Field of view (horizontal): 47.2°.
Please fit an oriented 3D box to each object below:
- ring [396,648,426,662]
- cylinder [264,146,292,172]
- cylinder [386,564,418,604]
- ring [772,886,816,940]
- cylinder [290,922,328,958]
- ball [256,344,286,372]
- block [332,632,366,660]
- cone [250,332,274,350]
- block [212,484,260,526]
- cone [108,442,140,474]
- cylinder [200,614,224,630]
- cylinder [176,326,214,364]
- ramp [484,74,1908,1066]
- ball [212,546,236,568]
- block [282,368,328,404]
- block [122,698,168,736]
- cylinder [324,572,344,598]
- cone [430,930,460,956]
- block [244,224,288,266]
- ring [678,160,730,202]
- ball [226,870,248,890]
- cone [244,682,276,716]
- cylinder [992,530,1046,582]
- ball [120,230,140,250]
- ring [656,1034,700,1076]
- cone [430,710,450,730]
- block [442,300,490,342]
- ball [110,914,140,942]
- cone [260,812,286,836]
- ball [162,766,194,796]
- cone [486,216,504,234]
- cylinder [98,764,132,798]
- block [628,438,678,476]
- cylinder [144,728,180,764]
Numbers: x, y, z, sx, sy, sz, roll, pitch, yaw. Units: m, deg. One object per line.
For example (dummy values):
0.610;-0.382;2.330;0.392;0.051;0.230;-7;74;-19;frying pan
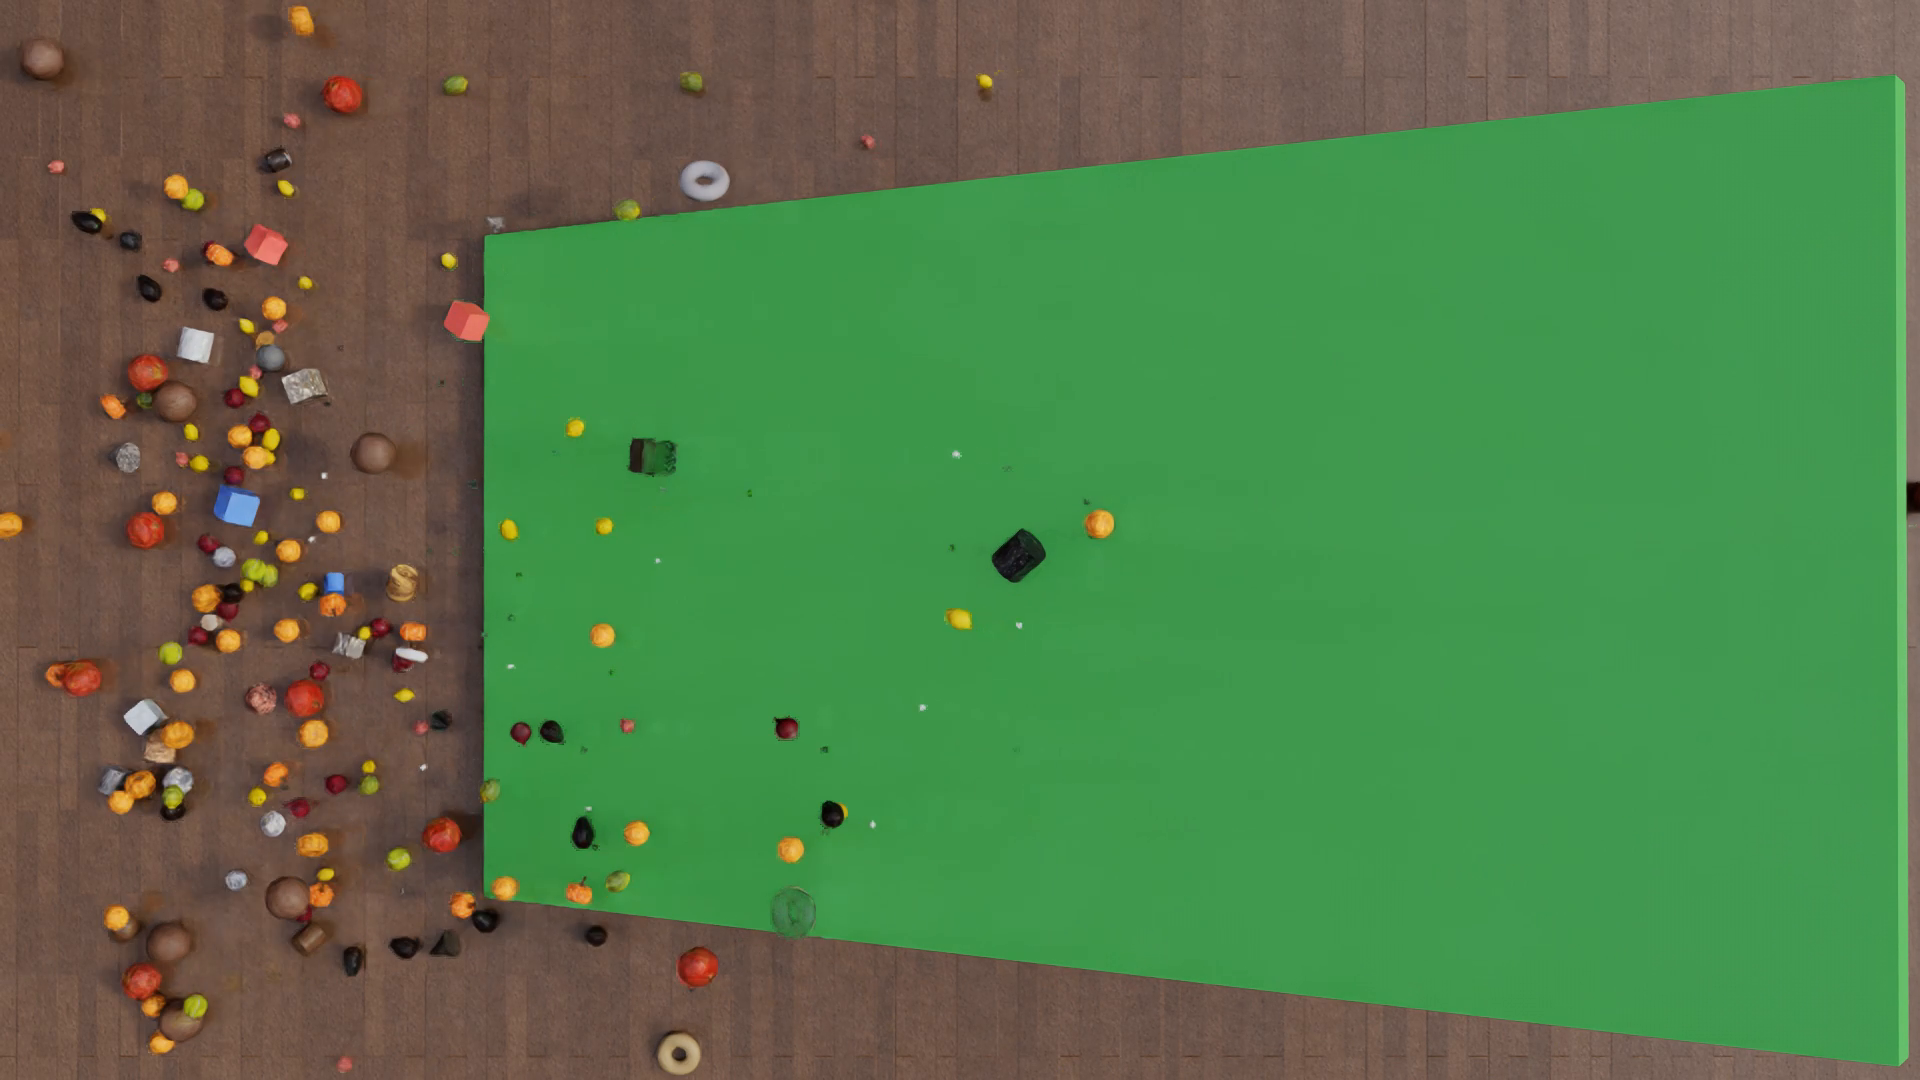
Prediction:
-1.657;0.347;6.644;0.093;0.093;0.031;13;85;0;ring
-2.080;-1.160;6.713;0.060;0.060;0.060;-25;90;1;cylinder
-1.685;0.133;6.641;0.083;0.083;0.083;14;47;-15;cylinder
-0.451;1.010;5.957;0.143;0.048;0.143;0;91;33;ring
-1.976;1.212;6.671;0.076;0.076;0.076;46;55;0;cylinder
-2.099;-0.554;6.694;0.086;0.086;0.086;0;90;0;ball
-1.851;0.322;6.663;0.060;0.060;0.060;10;80;36;block
-2.150;-0.618;6.724;0.069;0.069;0.069;25;90;27;cone
-2.192;-0.104;6.663;0.091;0.091;0.091;14;97;-41;block
-2.572;-0.252;6.716;0.093;0.093;0.093;3;89;27;cone
-2.280;0.250;6.707;0.052;0.052;0.052;0;90;0;cylinder
-2.327;-0.593;6.693;0.092;0.092;0.092;20;101;0;cylinder
0.253;0.069;5.584;4.000;0.100;2.000;0;89;34;ramp
-2.242;0.054;6.701;0.067;0.067;0.067;0;90;0;ball
-1.994;-0.467;6.690;0.084;0.084;0.084;-20;90;9;block
-2.480;0.539;6.692;0.077;0.077;0.077;-42;90;0;block
-1.903;0.137;6.690;0.059;0.059;0.059;-6;65;0;cylinder
-1.578;1.241;6.676;0.086;0.086;0.086;-26;90;10;cone
-2.107;-0.897;6.676;0.080;0.080;0.080;42;103;37;block
-0.736;-1.031;6.322;0.146;0.049;0.146;3;56;-4;ring
-2.202;1.036;6.695;0.063;0.063;0.063;0;90;0;ball
-2.140;0.486;6.681;0.099;0.099;0.099;0;90;0;cone
0.148;0.041;5.535;0.097;0.097;0.097;48;116;0;cylinder
-2.535;-0.913;6.713;0.060;0.060;0.060;0;90;0;ball
-0.857;1.565;6.695;0.134;0.045;0.134;0;97;3;ring
-1.566;0.558;6.679;0.062;0.062;0.062;-13;113;-32;cone
-1.489;-0.661;6.639;0.085;0.085;0.085;37;110;28;block
-2.540;1.179;6.682;0.086;0.086;0.086;0;90;0;ball
-2.103;0.868;6.689;0.078;0.078;0.078;0;90;0;cone
-2.377;0.732;6.684;0.089;0.089;0.089;0;90;0;ball
-1.410;-0.959;6.617;0.055;0.055;0.055;-12;66;29;cone
-2.571;0.734;6.691;0.076;0.076;0.076;20;89;0;cylinder
-0.866;-0.235;6.215;0.094;0.094;0.094;8;94;33;block
-2.426;0.625;6.685;0.089;0.089;0.089;14;90;0;cylinder
